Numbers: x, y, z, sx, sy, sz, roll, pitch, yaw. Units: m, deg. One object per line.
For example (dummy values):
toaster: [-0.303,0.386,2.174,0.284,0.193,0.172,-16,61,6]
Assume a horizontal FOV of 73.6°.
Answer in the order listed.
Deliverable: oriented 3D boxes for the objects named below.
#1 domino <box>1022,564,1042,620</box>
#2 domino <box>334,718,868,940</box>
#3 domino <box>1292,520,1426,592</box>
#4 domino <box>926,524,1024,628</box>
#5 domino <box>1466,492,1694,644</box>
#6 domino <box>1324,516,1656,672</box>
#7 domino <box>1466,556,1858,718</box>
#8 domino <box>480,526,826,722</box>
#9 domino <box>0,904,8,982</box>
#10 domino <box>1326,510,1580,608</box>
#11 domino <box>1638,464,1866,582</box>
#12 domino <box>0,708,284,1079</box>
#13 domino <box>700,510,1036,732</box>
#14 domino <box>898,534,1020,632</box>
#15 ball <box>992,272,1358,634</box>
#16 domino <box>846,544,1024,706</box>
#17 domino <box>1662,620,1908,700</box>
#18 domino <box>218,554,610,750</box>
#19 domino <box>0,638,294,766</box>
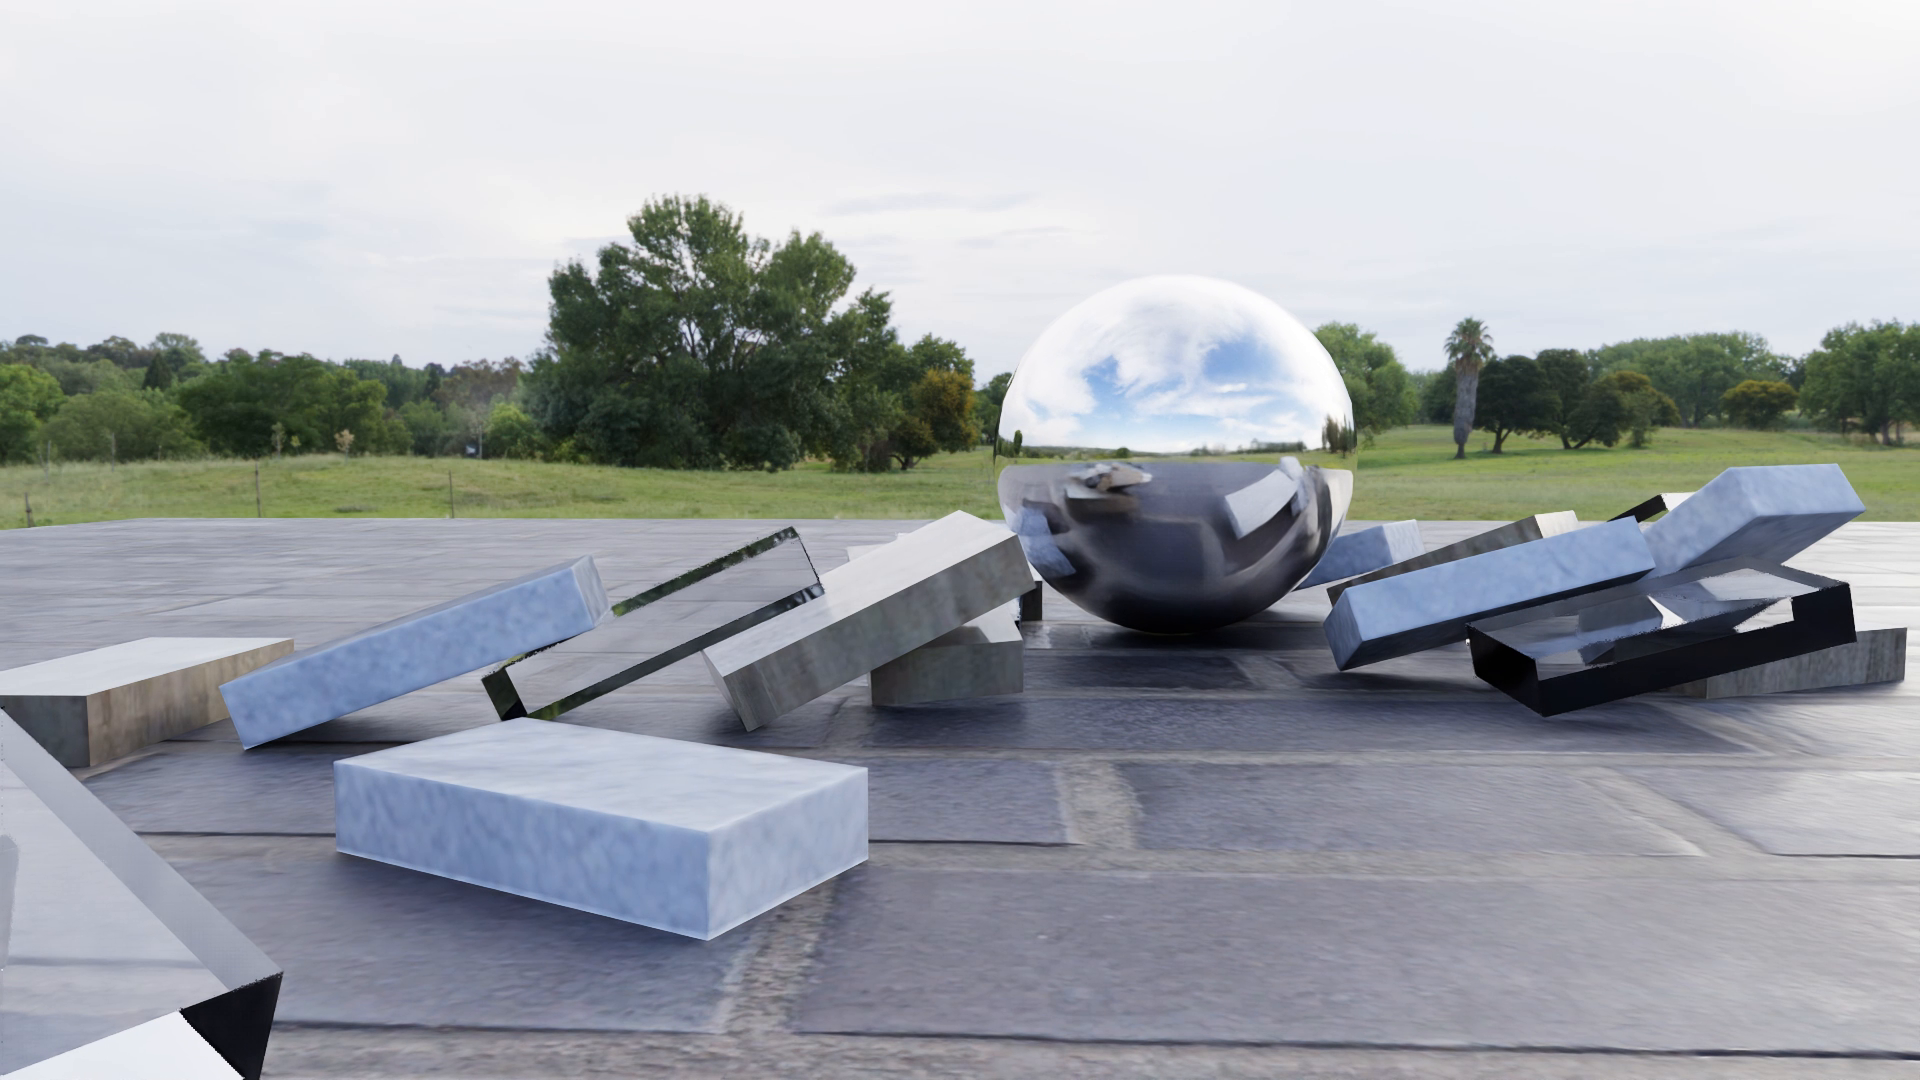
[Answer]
domino: [0.008,0.013,0.336,0.025,0.010,0.050,0,4,2]
domino: [-0.037,0.028,0.133,0.050,0.010,0.025,2,5,29]
domino: [0.085,0.007,0.314,0.050,0.009,0.025,-19,-8,36]
domino: [0.002,0.009,0.299,0.025,0.009,0.050,0,20,5]
domino: [0.130,0.006,0.264,0.025,0.009,0.050,-3,-25,-36]
domino: [0.092,0.010,0.228,0.050,0.010,0.025,-14,-19,2]
domino: [0.114,0.015,0.211,0.050,0.009,0.025,-14,9,0]
domino: [-0.047,0.013,0.201,0.050,0.009,0.025,-25,8,-7]
domino: [-0.096,0.024,0.093,0.050,0.010,0.025,21,14,26]
domino: [0.112,0.007,0.291,0.050,0.010,0.025,-26,-14,41]
domino: [0.133,0.004,0.234,0.025,0.009,0.050,-3,-30,-20]
domino: [-0.071,0.023,0.083,0.050,0.010,0.025,26,16,26]
domino: [-0.016,0.012,0.206,0.050,0.009,0.025,-26,18,-15]
domino: [-0.001,0.011,0.265,0.025,0.009,0.050,-1,20,0]
ball: [0.047,-0.019,0.287,0.080,0.080,0.080,0,4,0]
domino: [-0.006,0.013,0.232,0.025,0.009,0.050,-4,20,-8]
domino: [0.143,0.020,0.234,0.050,0.009,0.025,-2,5,-21]
domino: [-0.080,0.016,0.194,0.050,0.009,0.025,-19,7,-8]
domino: [-0.127,0.023,0.194,0.025,0.010,0.050,0,4,2]
